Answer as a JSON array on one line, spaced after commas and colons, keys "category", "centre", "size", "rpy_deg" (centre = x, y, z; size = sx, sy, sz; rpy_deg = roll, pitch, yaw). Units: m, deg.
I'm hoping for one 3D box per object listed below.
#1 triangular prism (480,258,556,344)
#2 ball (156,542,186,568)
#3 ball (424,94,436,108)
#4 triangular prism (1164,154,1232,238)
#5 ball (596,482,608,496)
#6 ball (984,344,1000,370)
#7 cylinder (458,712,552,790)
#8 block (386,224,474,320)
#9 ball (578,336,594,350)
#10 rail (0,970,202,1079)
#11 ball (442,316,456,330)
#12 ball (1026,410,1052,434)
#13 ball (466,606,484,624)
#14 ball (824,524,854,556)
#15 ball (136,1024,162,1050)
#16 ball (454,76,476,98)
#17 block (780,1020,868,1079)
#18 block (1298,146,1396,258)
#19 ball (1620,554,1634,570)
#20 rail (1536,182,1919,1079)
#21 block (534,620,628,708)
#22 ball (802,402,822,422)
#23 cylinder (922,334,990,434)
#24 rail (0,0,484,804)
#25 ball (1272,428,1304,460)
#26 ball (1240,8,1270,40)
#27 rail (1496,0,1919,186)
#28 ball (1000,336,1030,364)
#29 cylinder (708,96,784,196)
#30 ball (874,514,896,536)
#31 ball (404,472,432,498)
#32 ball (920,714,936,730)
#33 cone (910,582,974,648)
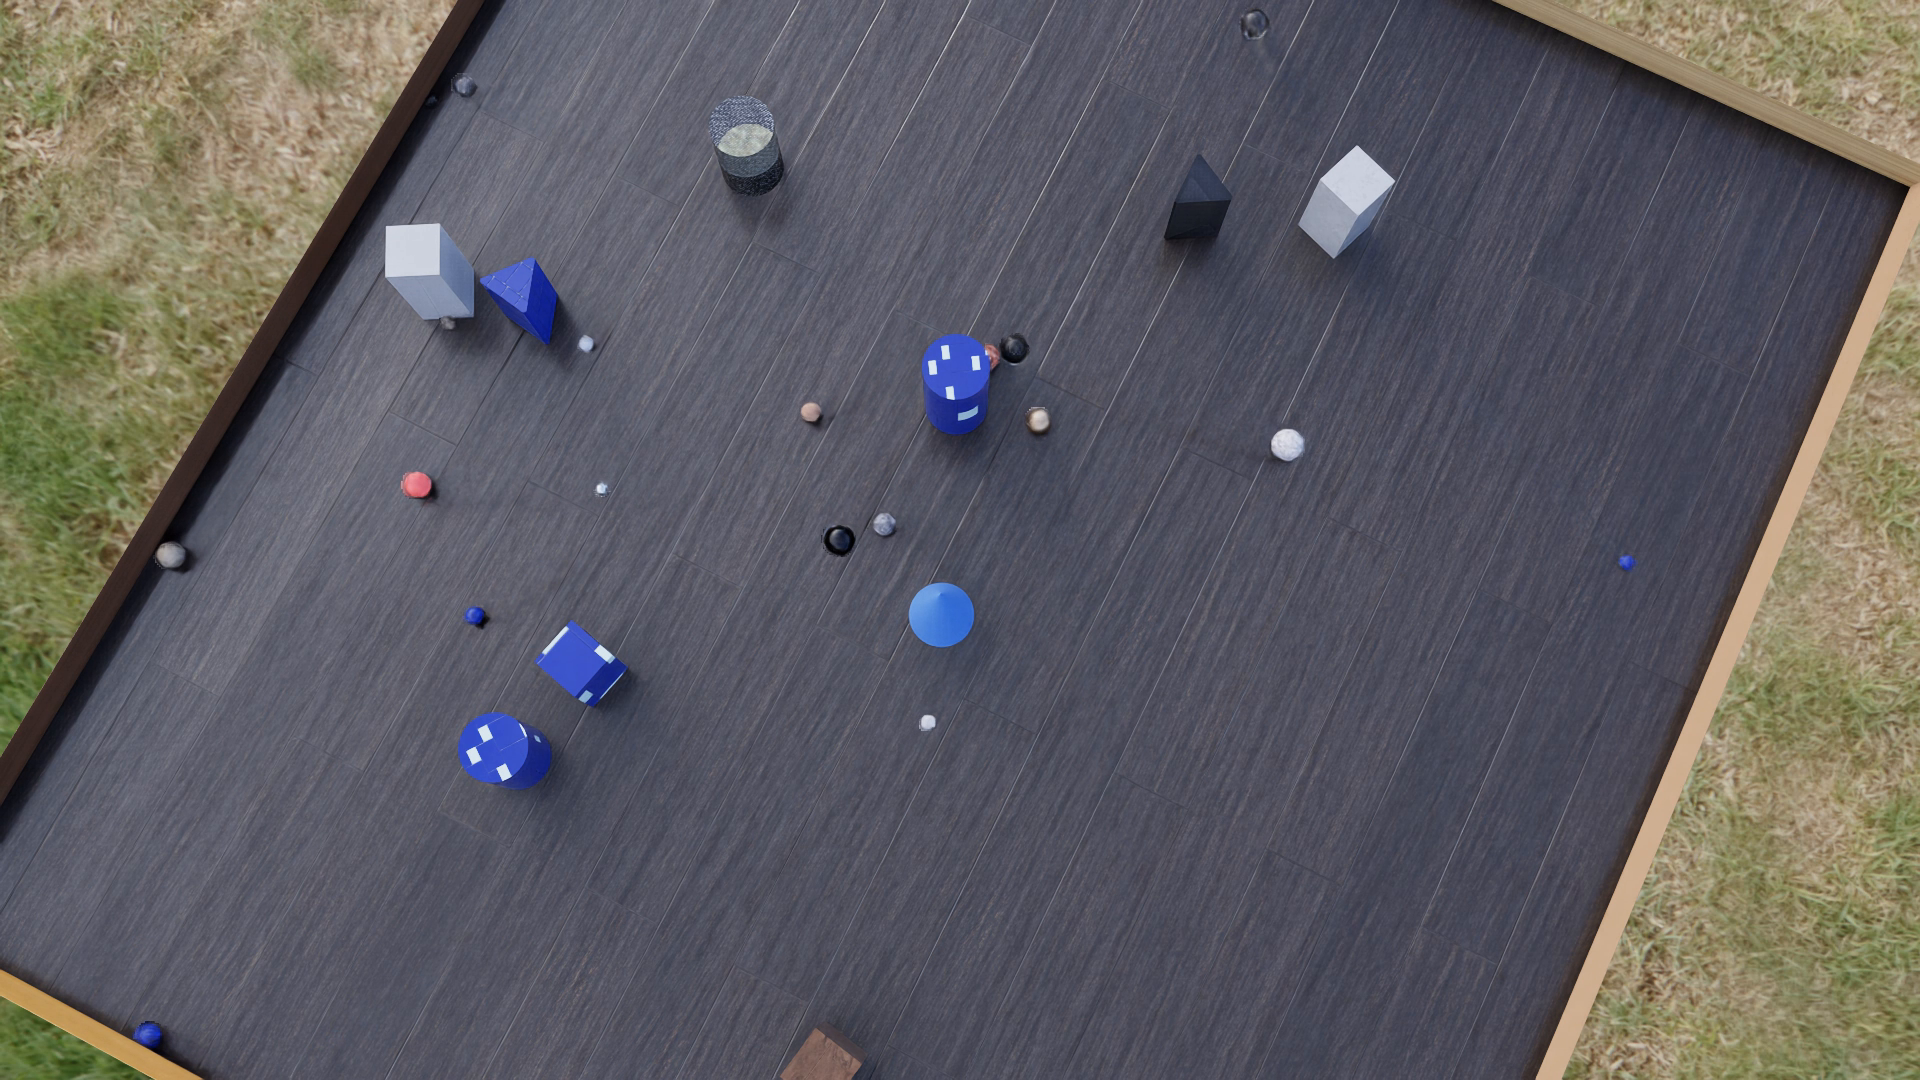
[{"category": "triangular prism", "centre": [-1.317, -0.752, 5.614], "size": [0.172, 0.311, 0.149], "rpy_deg": [35, 80, 7]}, {"category": "ball", "centre": [-2.396, 0.045, 5.565], "size": [0.083, 0.083, 0.083], "rpy_deg": [0, 78, 0]}, {"category": "ball", "centre": [-1.702, -1.412, 5.888], "size": [0.041, 0.041, 0.041], "rpy_deg": [0, 78, 0]}, {"category": "triangular prism", "centre": [0.729, -1.065, 5.682], "size": [0.172, 0.303, 0.149], "rpy_deg": [-4, 78, -1]}, {"category": "ball", "centre": [-1.100, -0.158, 5.628], "size": [0.041, 0.041, 0.041], "rpy_deg": [0, 78, 0]}, {"category": "ball", "centre": [0.083, -0.567, 5.693], "size": [0.081, 0.081, 0.081], "rpy_deg": [0, 78, 0]}, {"category": "cylinder", "centre": [-1.321, 0.618, 5.335], "size": [0.198, 0.300, 0.198], "rpy_deg": [0, 78, 0]}, {"category": "block", "centre": [-1.612, -0.814, 5.587], "size": [0.159, 0.388, 0.159], "rpy_deg": [-3, 78, -1]}, {"category": "ball", "centre": [-1.167, -0.614, 5.720], "size": [0.046, 0.046, 0.046], "rpy_deg": [0, 78, 0]}, {"category": "rail", "centre": [-1.068, 2.098, 5.115], "size": [4.433, 0.129, 0.045], "rpy_deg": [26, 80, 5]}, {"category": "ball", "centre": [-1.599, -0.681, 5.736], "size": [0.043, 0.043, 0.043], "rpy_deg": [0, 78, 0]}, {"category": "ball", "centre": [0.243, -0.363, 5.652], "size": [0.079, 0.079, 0.079], "rpy_deg": [0, 78, 0]}, {"category": "ball", "centre": [-1.468, 0.228, 5.541], "size": [0.055, 0.055, 0.055], "rpy_deg": [0, 78, 0]}, {"category": "ball", "centre": [-0.366, 0.000, 5.569], "size": [0.093, 0.093, 0.093], "rpy_deg": [0, 78, 0]}, {"category": "ball", "centre": [-2.337, 1.432, 5.284], "size": [0.070, 0.070, 0.070], "rpy_deg": [0, 78, 0]}, {"category": "ball", "centre": [-1.589, -1.455, 5.882], "size": [0.071, 0.071, 0.071], "rpy_deg": [0, 78, 0]}, {"category": "block", "centre": [-0.376, 1.469, 5.127], "size": [0.159, 0.364, 0.159], "rpy_deg": [36, 81, 7]}, {"category": "block", "centre": [1.186, -1.036, 5.645], "size": [0.159, 0.365, 0.159], "rpy_deg": [-43, 81, -8]}, {"category": "ball", "centre": [2.031, 0.067, 5.580], "size": [0.044, 0.044, 0.044], "rpy_deg": [0, 78, 0]}, {"category": "rail", "centre": [1.961, 0.967, 5.350], "size": [0.045, 0.129, 4.824], "rpy_deg": [26, 80, 5]}, {"category": "block", "centre": [-1.113, 0.367, 5.403], "size": [0.159, 0.269, 0.159], "rpy_deg": [40, 81, 8]}, {"category": "ball", "centre": [-0.459, -0.396, 5.667], "size": [0.061, 0.061, 0.061], "rpy_deg": [0, 78, 0]}, {"category": "cylinder", "centre": [-0.011, -0.463, 5.512], "size": [0.198, 0.393, 0.198], "rpy_deg": [0, 78, 0]}, {"category": "rail", "centre": [-1.961, -0.953, 5.747], "size": [0.045, 0.129, 4.824], "rpy_deg": [26, 80, 5]}, {"category": "ball", "centre": [1.005, -0.292, 5.626], "size": [0.099, 0.099, 0.099], "rpy_deg": [0, 78, 0]}, {"category": "ball", "centre": [0.949, -1.664, 5.913], "size": [0.095, 0.095, 0.095], "rpy_deg": [0, 78, 0]}, {"category": "rail", "centre": [1.068, -2.085, 5.981], "size": [4.433, 0.129, 0.045], "rpy_deg": [26, 80, 5]}, {"category": "ball", "centre": [0.170, -0.589, 5.692], "size": [0.091, 0.091, 0.091], "rpy_deg": [0, 78, 0]}, {"category": "cylinder", "centre": [-0.663, -1.224, 5.710], "size": [0.198, 0.313, 0.198], "rpy_deg": [0, 78, 0]}, {"category": "ball", "centre": [-0.230, -0.047, 5.592], "size": [0.068, 0.068, 0.068], "rpy_deg": [0, 78, 0]}, {"category": "ball", "centre": [-1.660, -0.168, 5.611], "size": [0.080, 0.080, 0.080], "rpy_deg": [0, 78, 0]}, {"category": "ball", "centre": [-0.095, 0.544, 5.481], "size": [0.045, 0.045, 0.045], "rpy_deg": [0, 78, 0]}, {"category": "cone", "centre": [-0.056, 0.189, 5.387], "size": [0.198, 0.372, 0.198], "rpy_deg": [0, 78, 0]}]
